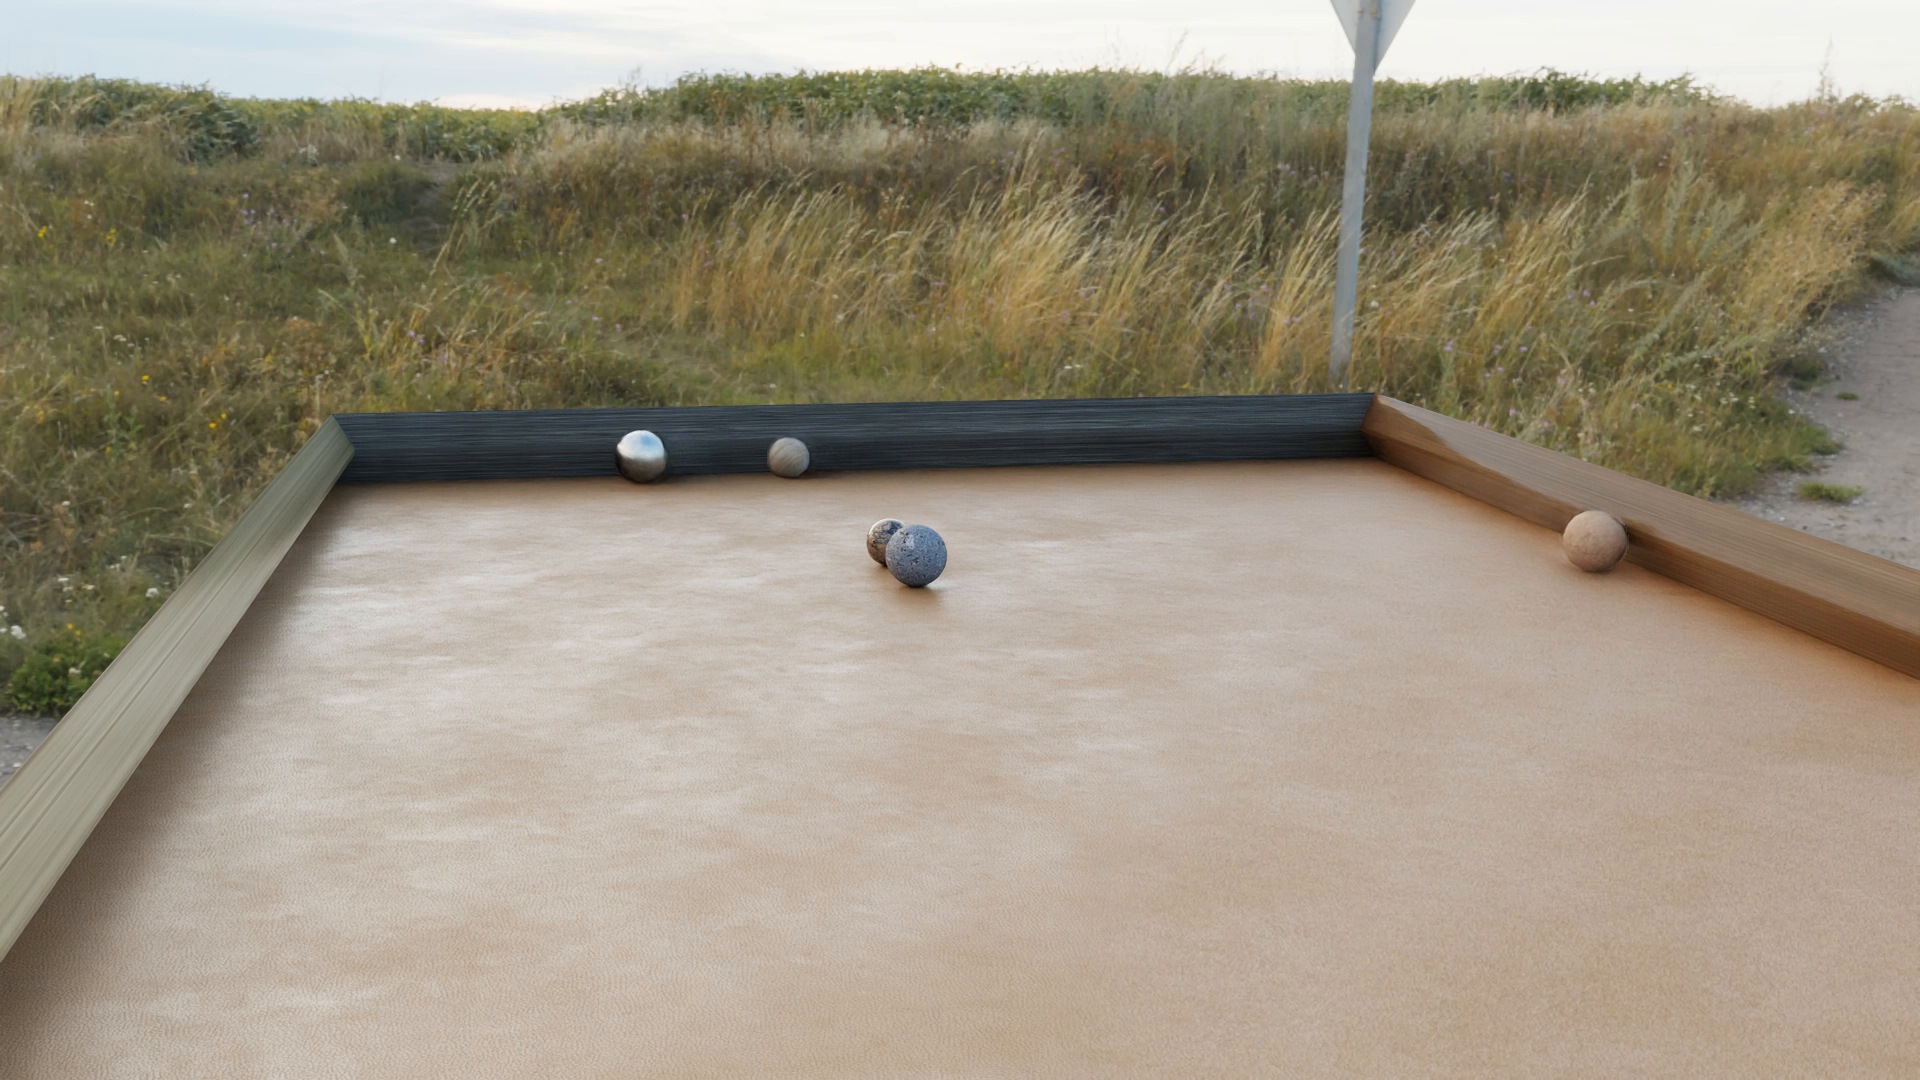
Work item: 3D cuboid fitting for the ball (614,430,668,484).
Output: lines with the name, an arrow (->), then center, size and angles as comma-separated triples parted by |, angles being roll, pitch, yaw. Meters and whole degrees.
ball -> -0.582, -0.152, 4.020 | 0.097, 0.097, 0.097 | 0, 10, 0

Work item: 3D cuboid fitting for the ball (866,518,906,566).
ball -> -0.104, 0.003, 3.253 | 0.070, 0.070, 0.070 | 0, 10, 0

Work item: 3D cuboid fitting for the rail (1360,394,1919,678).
rail -> 1.123, 0.123, 2.446 | 0.045, 0.126, 3.908 | -2, 11, -9

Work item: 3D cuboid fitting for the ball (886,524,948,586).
ball -> -0.062, 0.022, 3.106 | 0.088, 0.088, 0.088 | 0, 10, 0

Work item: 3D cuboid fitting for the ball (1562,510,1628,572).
ball -> 0.926, 0.002, 3.208 | 0.090, 0.090, 0.090 | 0, 10, 0

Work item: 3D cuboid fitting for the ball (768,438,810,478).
ball -> -0.317, -0.153, 4.082 | 0.076, 0.076, 0.076 | 0, 10, 0

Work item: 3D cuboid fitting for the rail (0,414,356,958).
rail -> -0.796, 0.183, 2.125 | 0.045, 0.126, 3.908 | -2, 11, -9

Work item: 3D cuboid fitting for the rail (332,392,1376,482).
rail -> -0.160, -0.193, 4.157 | 1.994, 0.126, 0.045 | -2, 11, -9
